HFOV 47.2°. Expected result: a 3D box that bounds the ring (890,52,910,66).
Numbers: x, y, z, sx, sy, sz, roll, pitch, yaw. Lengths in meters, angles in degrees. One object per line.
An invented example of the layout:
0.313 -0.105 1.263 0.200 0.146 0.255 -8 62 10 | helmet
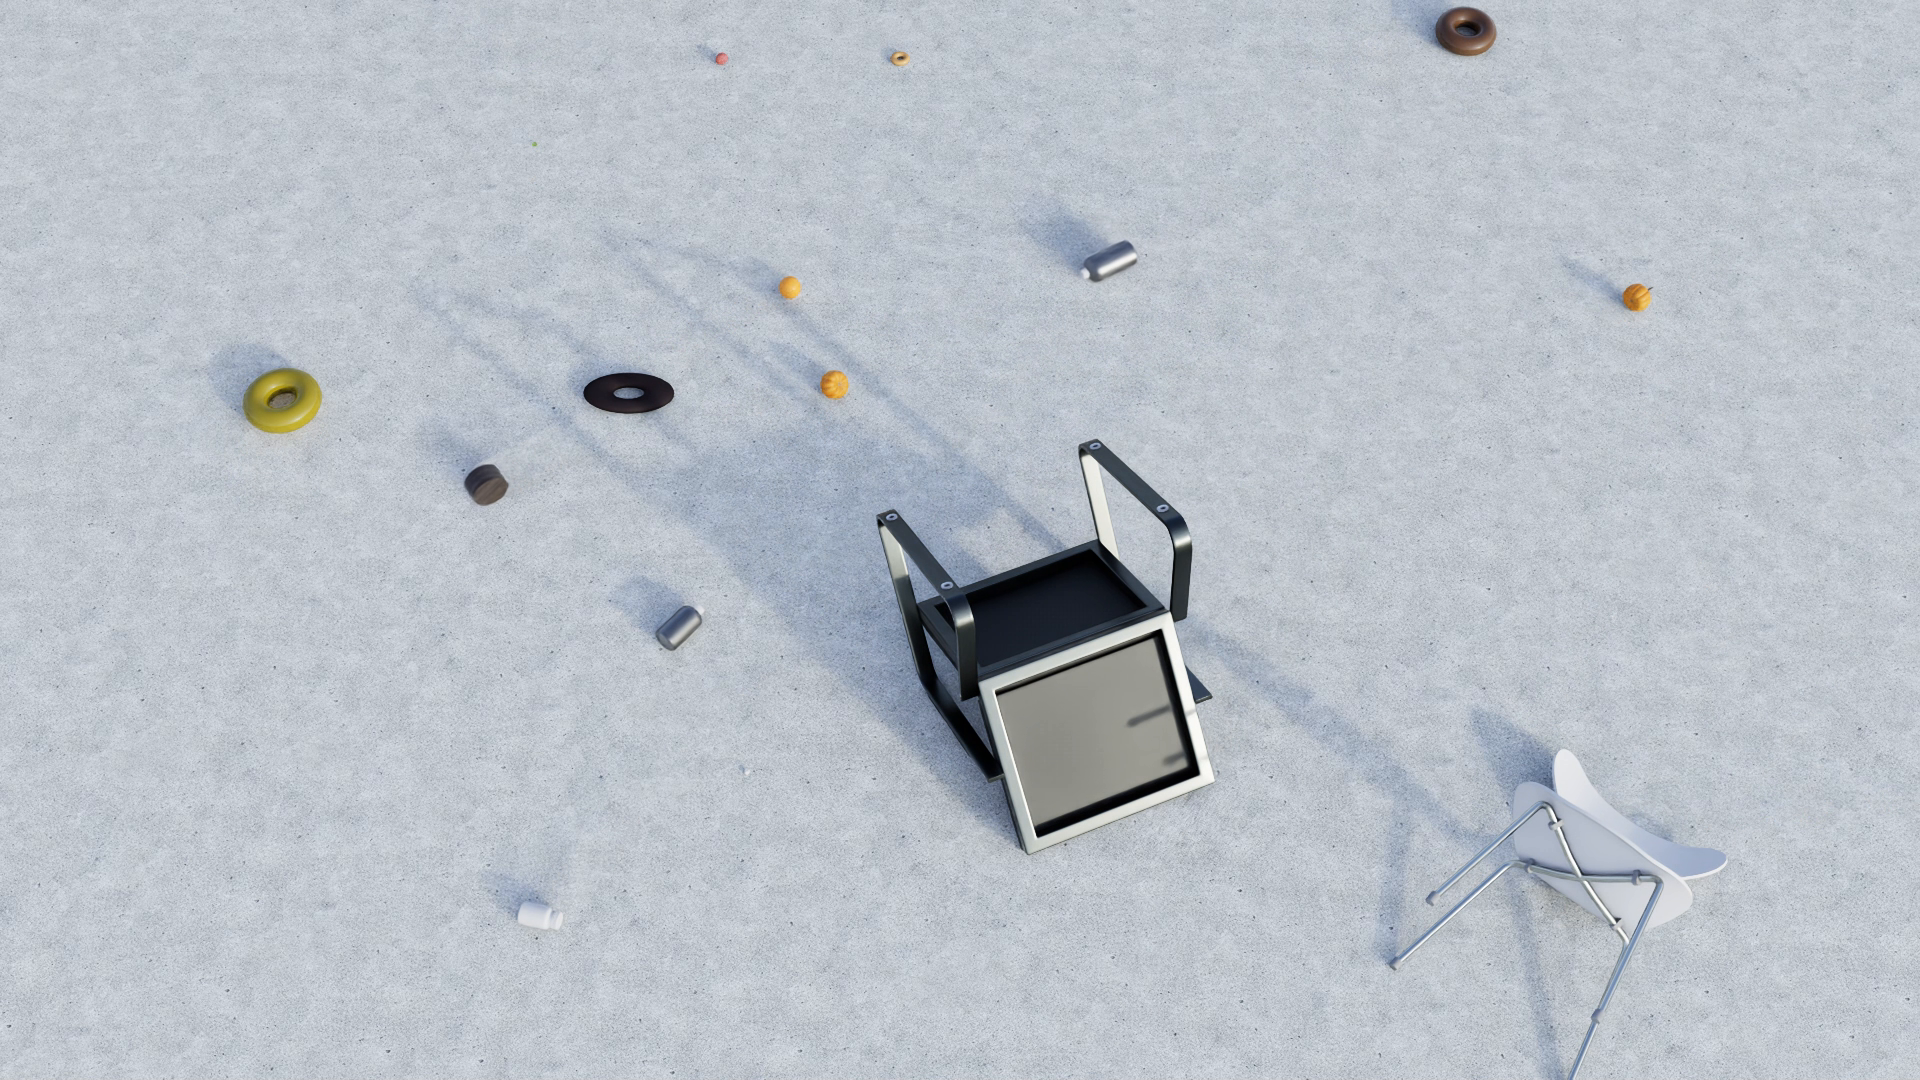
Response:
-0.209 -1.684 7.692 0.068 0.021 0.061 -6 57 -5 | ring

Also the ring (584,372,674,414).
-1.033 -0.458 6.858 0.285 0.040 0.152 1 57 0 | ring

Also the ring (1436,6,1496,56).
1.780 -1.789 7.733 0.214 0.071 0.215 -33 63 -19 | ring

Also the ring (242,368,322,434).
-2.101 -0.432 6.817 0.242 0.080 0.240 -33 61 -21 | ring

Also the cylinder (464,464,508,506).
-1.425 -0.166 6.618 0.111 0.113 0.063 -42 62 6 | cylinder
